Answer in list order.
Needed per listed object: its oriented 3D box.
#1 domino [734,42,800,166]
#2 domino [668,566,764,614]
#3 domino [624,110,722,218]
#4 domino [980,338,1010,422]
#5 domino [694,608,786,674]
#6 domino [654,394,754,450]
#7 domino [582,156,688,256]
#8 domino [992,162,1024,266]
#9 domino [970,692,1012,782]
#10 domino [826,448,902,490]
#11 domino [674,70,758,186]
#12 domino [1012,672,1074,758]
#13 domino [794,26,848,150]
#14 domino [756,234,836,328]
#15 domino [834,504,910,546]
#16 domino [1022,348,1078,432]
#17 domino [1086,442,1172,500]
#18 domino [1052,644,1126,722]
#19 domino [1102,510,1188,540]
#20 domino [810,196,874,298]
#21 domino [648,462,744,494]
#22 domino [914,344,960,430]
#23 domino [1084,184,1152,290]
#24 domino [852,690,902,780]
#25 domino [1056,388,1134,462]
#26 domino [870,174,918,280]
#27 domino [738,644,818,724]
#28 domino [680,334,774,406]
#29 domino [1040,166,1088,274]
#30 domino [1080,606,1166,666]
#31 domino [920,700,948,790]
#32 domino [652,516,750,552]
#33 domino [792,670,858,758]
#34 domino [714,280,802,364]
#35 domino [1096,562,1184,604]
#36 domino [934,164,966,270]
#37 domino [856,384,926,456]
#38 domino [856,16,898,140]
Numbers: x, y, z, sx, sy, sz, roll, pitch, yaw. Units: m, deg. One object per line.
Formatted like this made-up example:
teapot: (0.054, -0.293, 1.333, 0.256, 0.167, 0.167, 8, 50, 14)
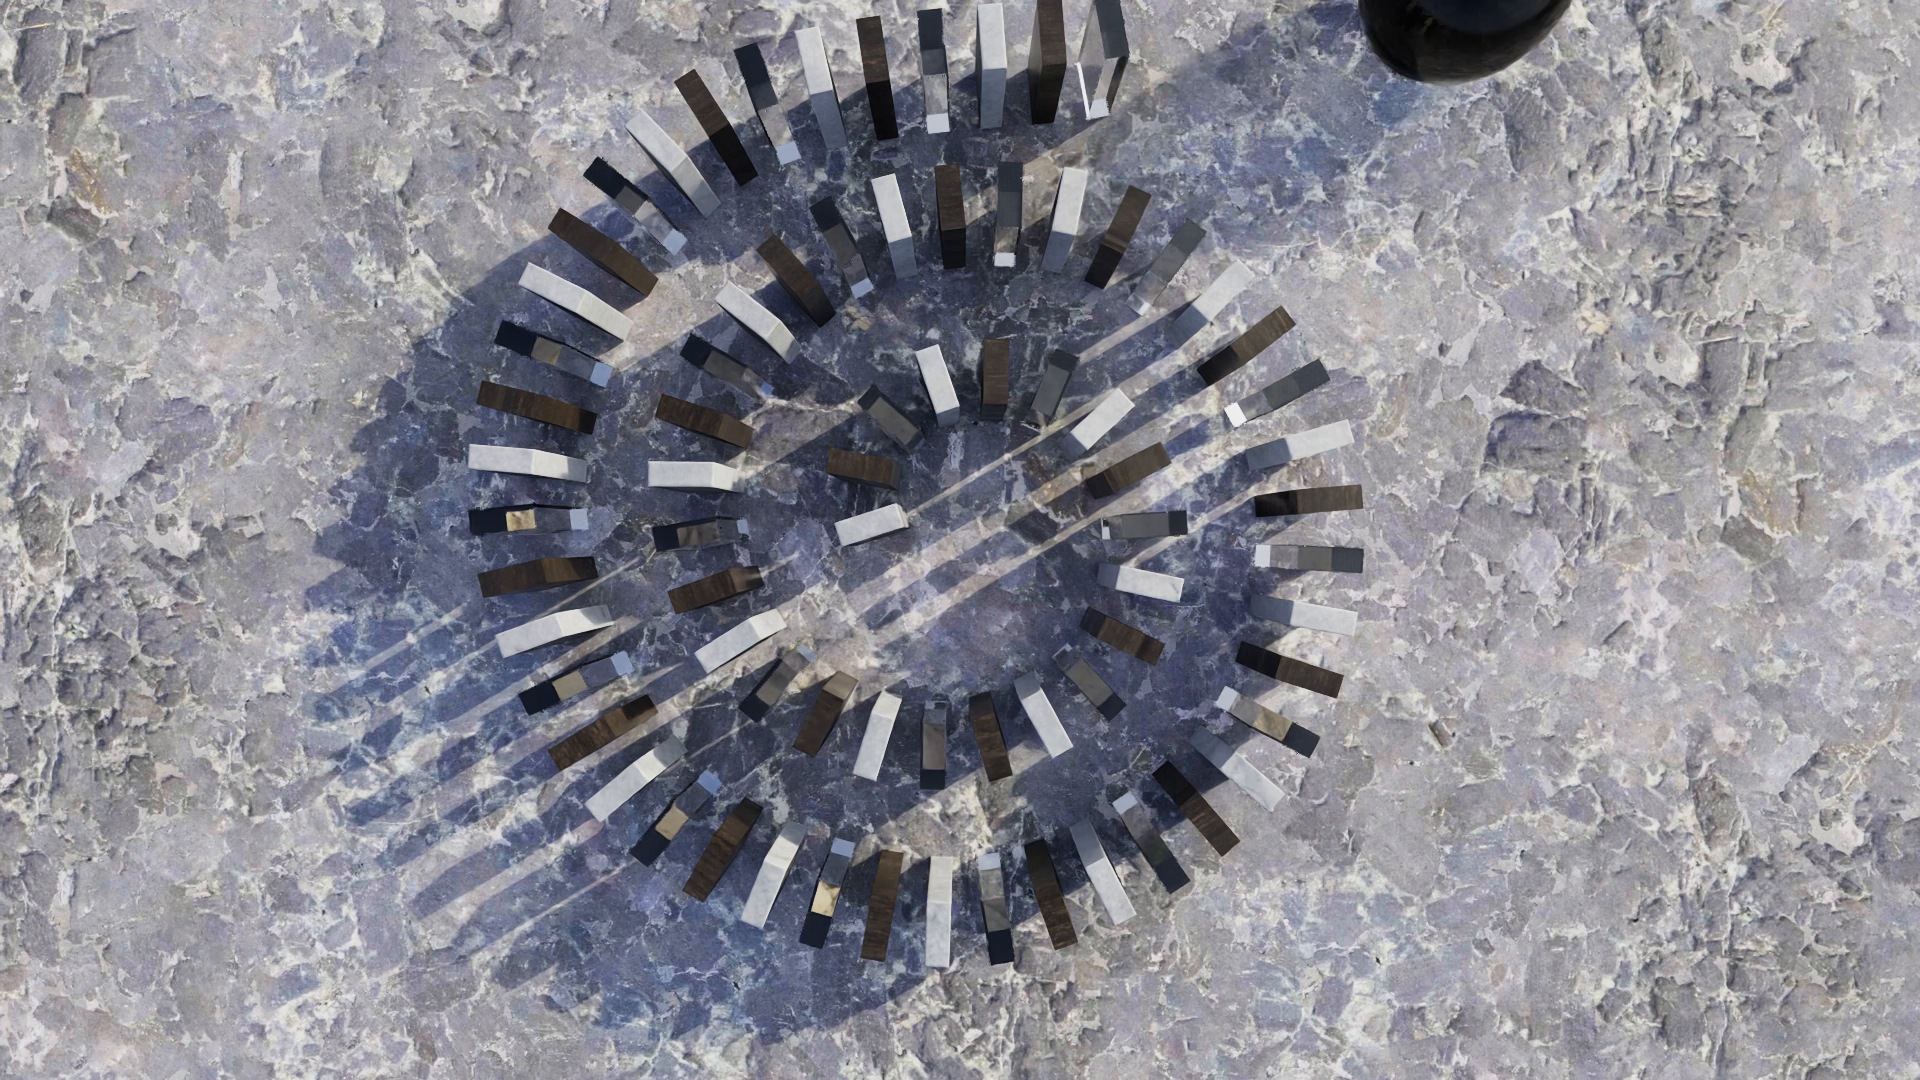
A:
domino: (-0.078, -0.177, 0.375, 0.009, 0.050, 0.025, -20, 90, 0)
domino: (-0.099, 0.020, 0.375, 0.025, 0.050, 0.009, -20, 90, 0)
domino: (-0.116, -0.153, 0.375, 0.010, 0.050, 0.025, -45, 90, 0)
domino: (0.014, -0.064, 0.375, 0.010, 0.050, 0.025, 2, 90, 0)
domino: (-0.089, 0.040, 0.375, 0.025, 0.050, 0.009, -32, 90, 0)
domino: (-0.103, -0.048, 0.375, 0.025, 0.050, 0.009, 17, 90, 0)
domino: (-0.132, -0.135, 0.375, 0.025, 0.050, 0.009, 38, 90, 0)
domino: (0.019, -0.132, 0.375, 0.010, 0.050, 0.025, 2, 90, 0)
domino: (0.012, 0.079, 0.375, 0.009, 0.050, 0.025, -17, 90, 0)
domino: (-0.038, -0.028, 0.375, 0.025, 0.050, 0.010, 11, 90, 0)
domino: (-0.099, -0.167, 0.375, 0.010, 0.050, 0.025, -33, 90, 0)
domino: (0.033, 0.070, 0.375, 0.010, 0.050, 0.025, -29, 90, 0)
domino: (-0.056, -0.183, 0.375, 0.009, 0.050, 0.025, -13, 90, 0)
domino: (-0.066, -0.105, 0.375, 0.009, 0.050, 0.025, -43, 90, 0)
domino: (-0.035, -0.006, 0.375, 0.025, 0.050, 0.010, -18, 90, 0)
domino: (0.036, -0.060, 0.375, 0.009, 0.050, 0.025, 23, 90, 0)
domino: (0.068, -0.028, 0.375, 0.025, 0.050, 0.010, -28, 90, 0)
domino: (0.052, 0.057, 0.375, 0.010, 0.050, 0.025, -43, 90, 0)
domino: (0.074, -0.006, 0.375, 0.025, 0.050, 0.010, -4, 90, 0)
domino: (-0.048, -0.118, 0.375, 0.010, 0.050, 0.025, -29, 90, 0)
domino: (-0.107, -0.025, 0.375, 0.025, 0.050, 0.010, 1, 90, 0)
domino: (-0.009, -0.062, 0.375, 0.009, 0.050, 0.025, -19, 90, 0)
domino: (0.064, -0.123, 0.375, 0.009, 0.050, 0.025, 26, 90, 0)
domino: (-0.033, 0.079, 0.375, 0.010, 0.050, 0.025, 17, 90, 0)
domino: (0.054, -0.046, 0.375, 0.025, 0.050, 0.009, -43, 90, 0)
domino: (-0.026, -0.127, 0.375, 0.010, 0.050, 0.025, -15, 90, 0)
domino: (-0.073, 0.057, 0.375, 0.009, 0.050, 0.025, 40, 90, 0)
domino: (-0.094, -0.069, 0.375, 0.025, 0.050, 0.009, 29, 90, 0)
domino: (0.042, -0.130, 0.375, 0.009, 0.050, 0.025, 11, 90, 0)
domino: (0.065, 0.039, 0.375, 0.025, 0.050, 0.009, 26, 90, 0)
domino: (-0.011, 0.083, 0.375, 0.010, 0.050, 0.025, 1, 90, 0)
domino: (-0.105, -0.002, 0.375, 0.025, 0.050, 0.010, -11, 90, 0)
domino: (-0.054, 0.070, 0.375, 0.009, 0.050, 0.025, 28, 90, 0)
domino: (-0.081, -0.088, 0.375, 0.025, 0.050, 0.010, 38, 90, 0)
domino: (0.072, 0.017, 0.375, 0.025, 0.050, 0.010, 12, 90, 0)
domino: (-0.004, -0.131, 0.375, 0.010, 0.050, 0.025, -6, 90, 0)
domino: (-0.027, -0.048, 0.375, 0.025, 0.050, 0.010, 41, 90, 0)
domino: (-0.033, -0.187, 0.375, 0.009, 0.050, 0.025, -9, 90, 0)
